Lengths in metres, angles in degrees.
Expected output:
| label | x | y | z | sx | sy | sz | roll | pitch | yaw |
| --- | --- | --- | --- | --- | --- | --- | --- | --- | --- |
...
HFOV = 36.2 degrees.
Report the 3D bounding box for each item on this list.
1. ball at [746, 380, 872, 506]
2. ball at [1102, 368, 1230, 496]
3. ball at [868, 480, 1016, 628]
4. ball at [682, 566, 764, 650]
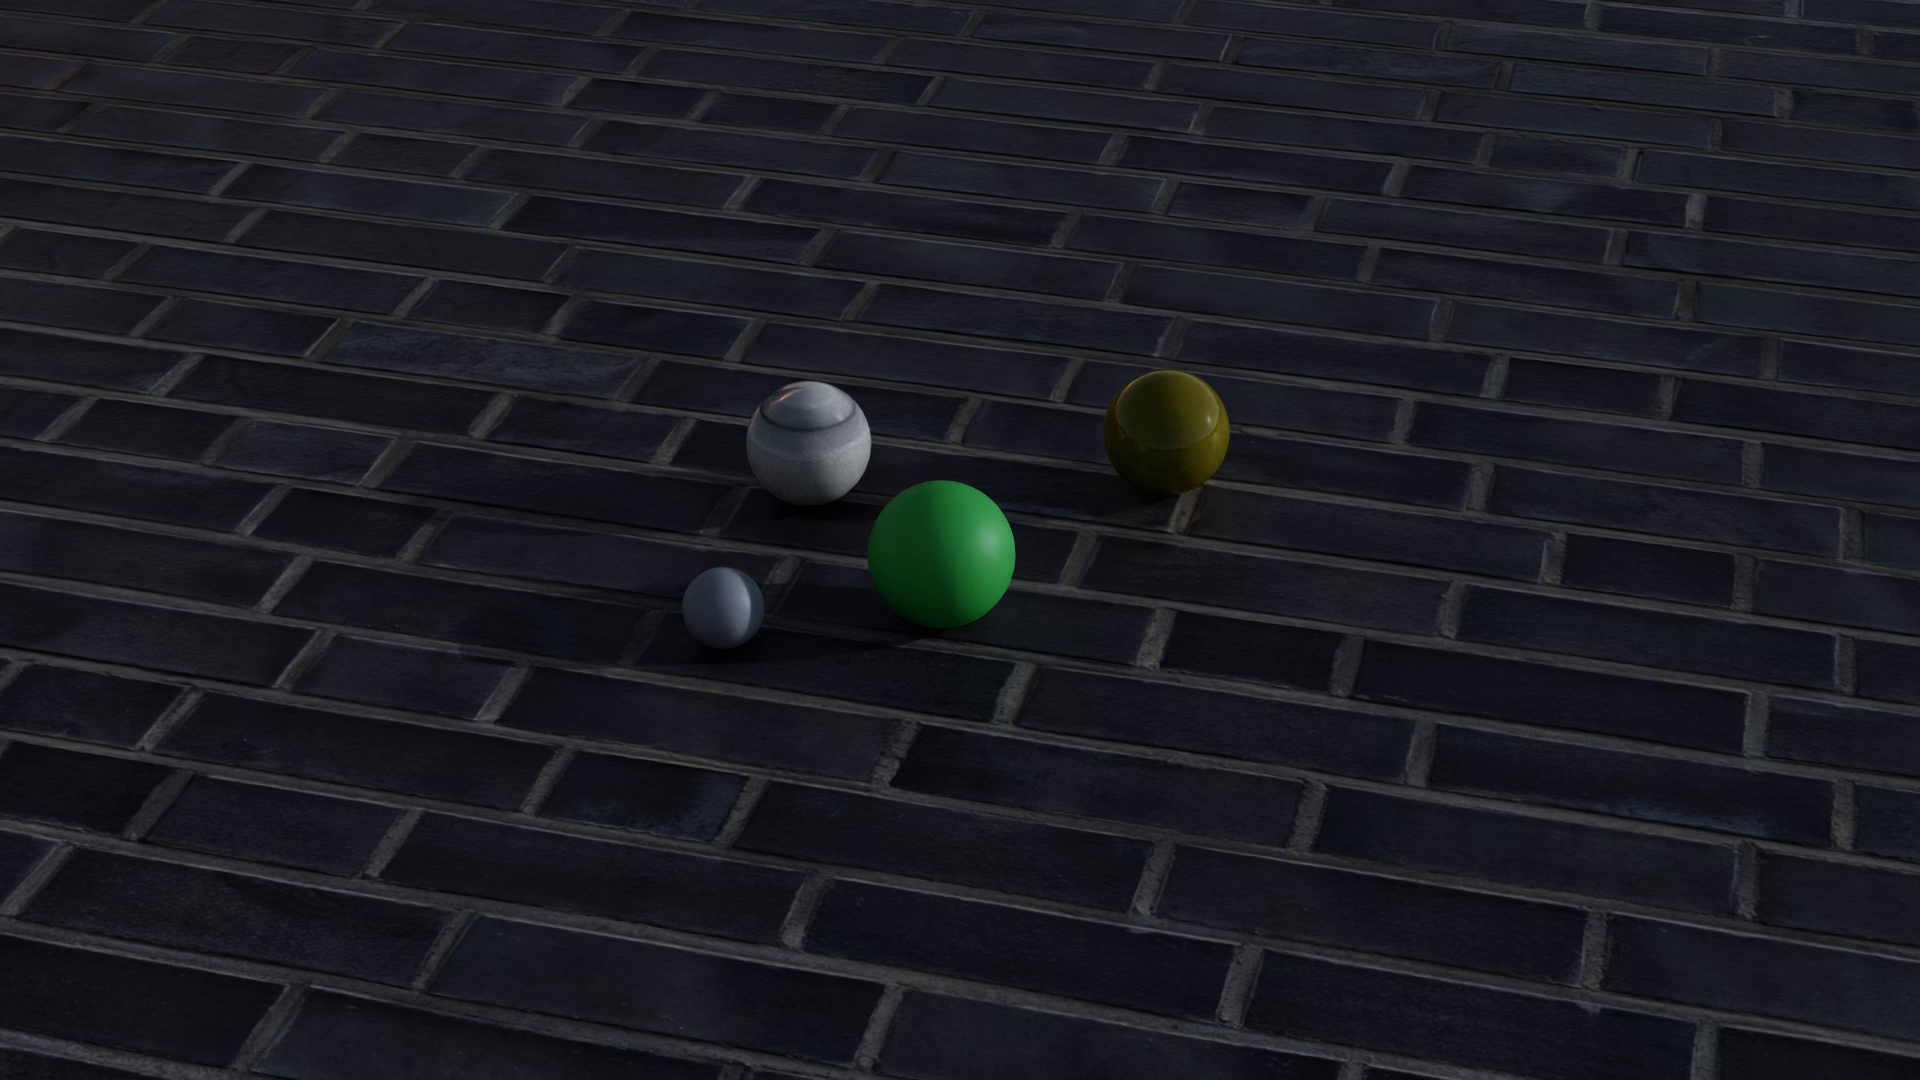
| label | x | y | z | sx | sy | sz | roll | pitch | yaw |
| --- | --- | --- | --- | --- | --- | --- | --- | --- | --- |
| ball | -0.084 | -0.054 | 1.640 | 0.070 | 0.070 | 0.070 | 0 | 32 | 0 |
| ball | 0.116 | -0.061 | 1.650 | 0.071 | 0.071 | 0.071 | 0 | 32 | 0 |
| ball | -0.010 | 0.008 | 1.533 | 0.078 | 0.078 | 0.078 | 0 | 32 | 0 |
| ball | -0.122 | 0.035 | 1.521 | 0.043 | 0.043 | 0.043 | 0 | 32 | 0 |
